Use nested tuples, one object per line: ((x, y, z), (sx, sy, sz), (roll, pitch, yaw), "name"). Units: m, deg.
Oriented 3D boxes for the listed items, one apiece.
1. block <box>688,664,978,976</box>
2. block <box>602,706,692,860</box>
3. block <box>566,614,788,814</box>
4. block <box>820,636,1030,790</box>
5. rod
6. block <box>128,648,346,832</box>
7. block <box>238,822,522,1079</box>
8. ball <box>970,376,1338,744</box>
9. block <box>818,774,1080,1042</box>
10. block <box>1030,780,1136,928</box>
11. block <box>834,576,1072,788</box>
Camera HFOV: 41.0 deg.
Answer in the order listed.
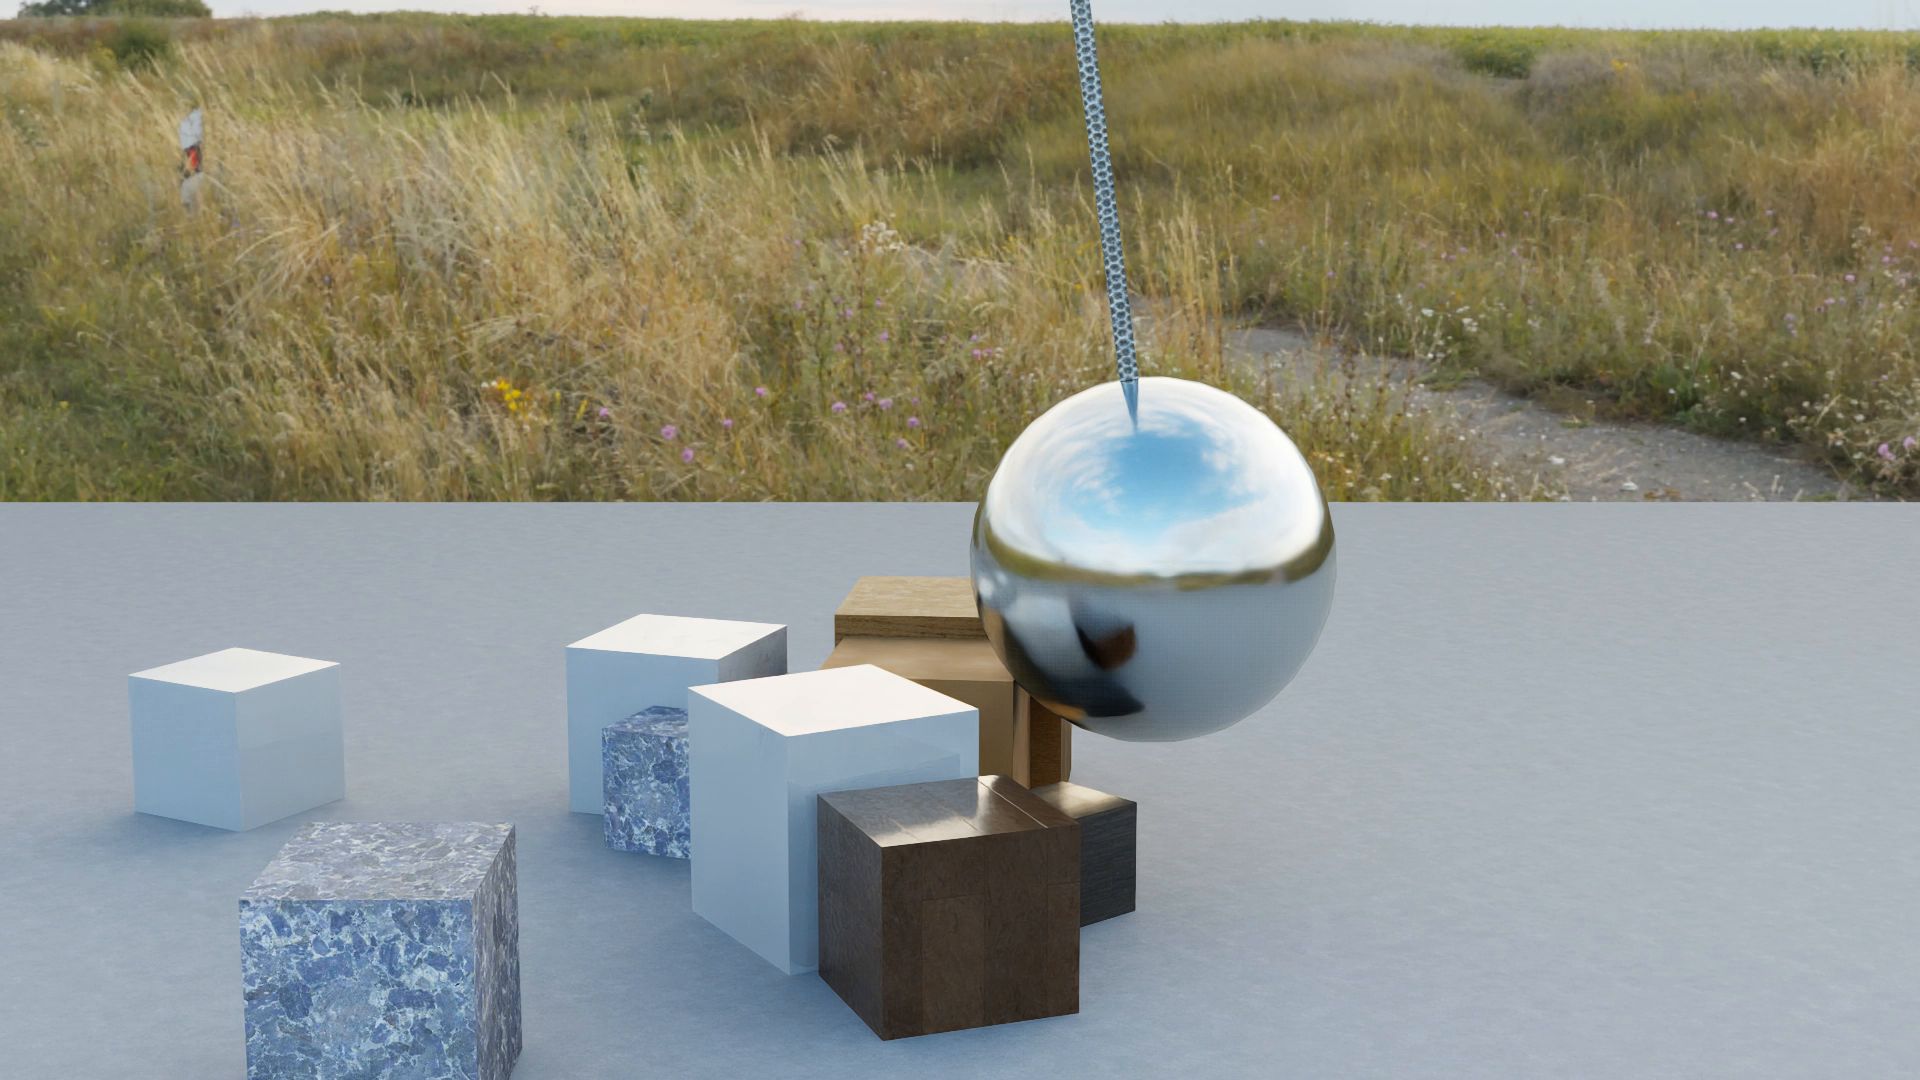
((-0.532, 1.129, 10.637), (0.864, 0.973, 0.930), (-6, 12, -30), "block")
((-1.279, 1.118, 11.843), (0.564, 0.564, 0.478), (4, 11, 22), "block")
((-1.369, 0.865, 12.536), (0.798, 0.813, 0.801), (4, 11, 19), "block")
((-0.156, 0.969, 11.778), (0.884, 0.879, 0.836), (1, 10, 7), "block")
((0.364, -3.227, 10.594), (0.080, 5.200, 0.080), (-8, 10, 1), "rod")
((-3.499, 0.954, 12.439), (0.706, 0.672, 0.693), (6, 12, 29), "block")
((-1.973, 1.513, 8.856), (0.757, 0.855, 0.879), (0, 10, 0), "block")
((0.840, 0.085, 11.196), (1.600, 1.600, 1.600), (0, 10, 0), "ball")
((-0.053, 1.390, 9.851), (0.789, 0.741, 0.750), (-4, 11, -21), "block")
((0.414, 1.340, 10.863), (0.487, 0.477, 0.449), (-9, 14, -41), "block")
((-0.012, 0.759, 12.650), (1.079, 0.981, 0.954), (1, 10, 5), "block")
